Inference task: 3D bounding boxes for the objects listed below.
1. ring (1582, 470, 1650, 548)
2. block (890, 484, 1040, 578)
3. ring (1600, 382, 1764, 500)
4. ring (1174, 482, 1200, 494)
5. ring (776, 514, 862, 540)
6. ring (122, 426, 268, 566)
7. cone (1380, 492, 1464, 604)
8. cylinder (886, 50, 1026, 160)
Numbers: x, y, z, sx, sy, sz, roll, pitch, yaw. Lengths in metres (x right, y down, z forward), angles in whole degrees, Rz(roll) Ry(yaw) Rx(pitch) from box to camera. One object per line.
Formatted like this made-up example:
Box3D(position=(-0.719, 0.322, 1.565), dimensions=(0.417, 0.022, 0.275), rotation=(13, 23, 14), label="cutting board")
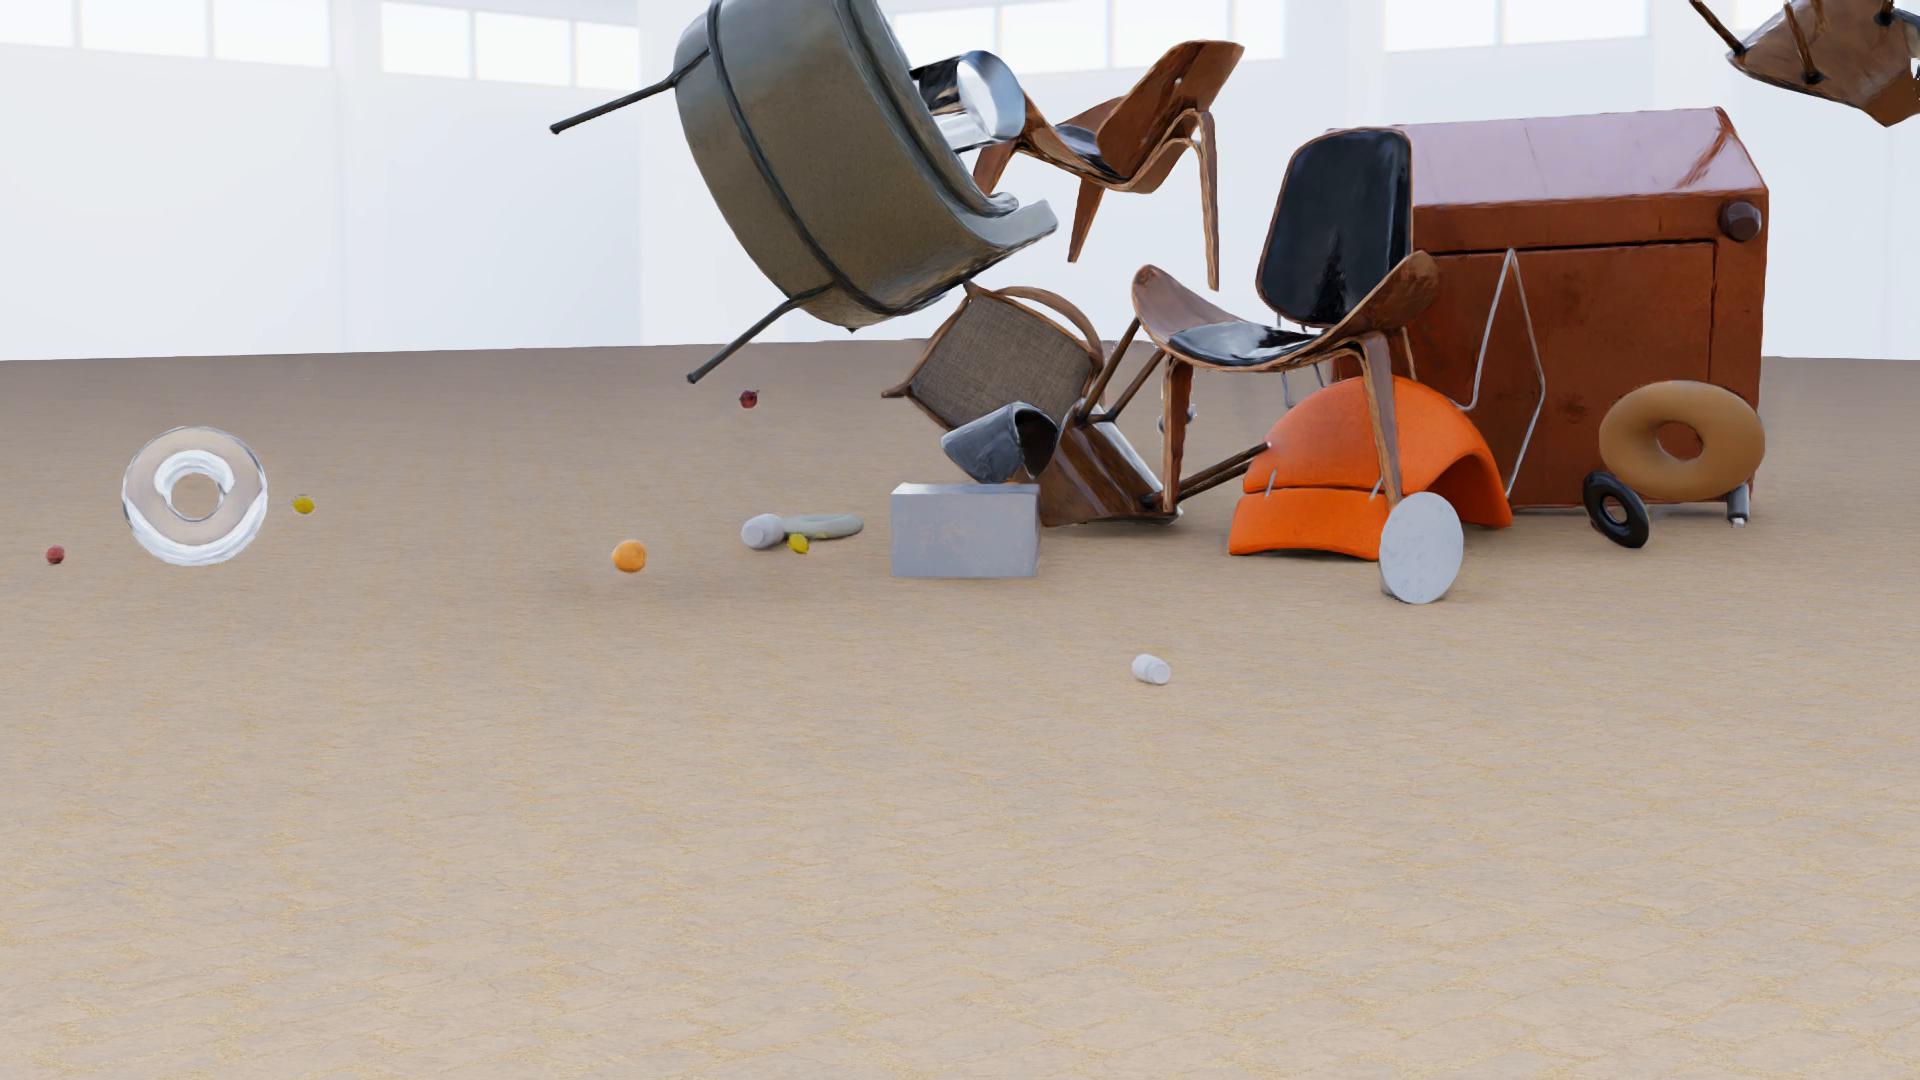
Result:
Box3D(position=(1.591, -0.074, 6.223), dimensions=(0.125, 0.217, 0.056), rotation=(-39, -7, 31), label="ring")
Box3D(position=(0.016, -0.023, 5.730), dimensions=(0.315, 0.185, 0.275), rotation=(0, 6, 4), label="block")
Box3D(position=(1.541, -0.212, 5.490), dimensions=(0.104, 0.266, 0.413), rotation=(-22, 12, -35), label="ring")
Box3D(position=(0.688, -0.156, 7.772), dimensions=(0.067, 0.032, 0.111), rotation=(-2, 7, -31), label="ring")
Box3D(position=(-0.354, -0.033, 6.501), dimensions=(0.168, 0.048, 0.387), rotation=(4, 6, 21), label="ring")
Box3D(position=(-1.749, -0.101, 5.866), dimensions=(0.324, 0.328, 0.084), rotation=(-11, -7, -11), label="ring")
Box3D(position=(0.912, 0.060, 5.308), dimensions=(0.175, 0.275, 0.205), rotation=(25, -31, -3), label="cone")
Box3D(position=(-0.006, -0.873, 5.150), dimensions=(0.179, 0.177, 0.226), rotation=(-9, -18, 38), label="cylinder")
